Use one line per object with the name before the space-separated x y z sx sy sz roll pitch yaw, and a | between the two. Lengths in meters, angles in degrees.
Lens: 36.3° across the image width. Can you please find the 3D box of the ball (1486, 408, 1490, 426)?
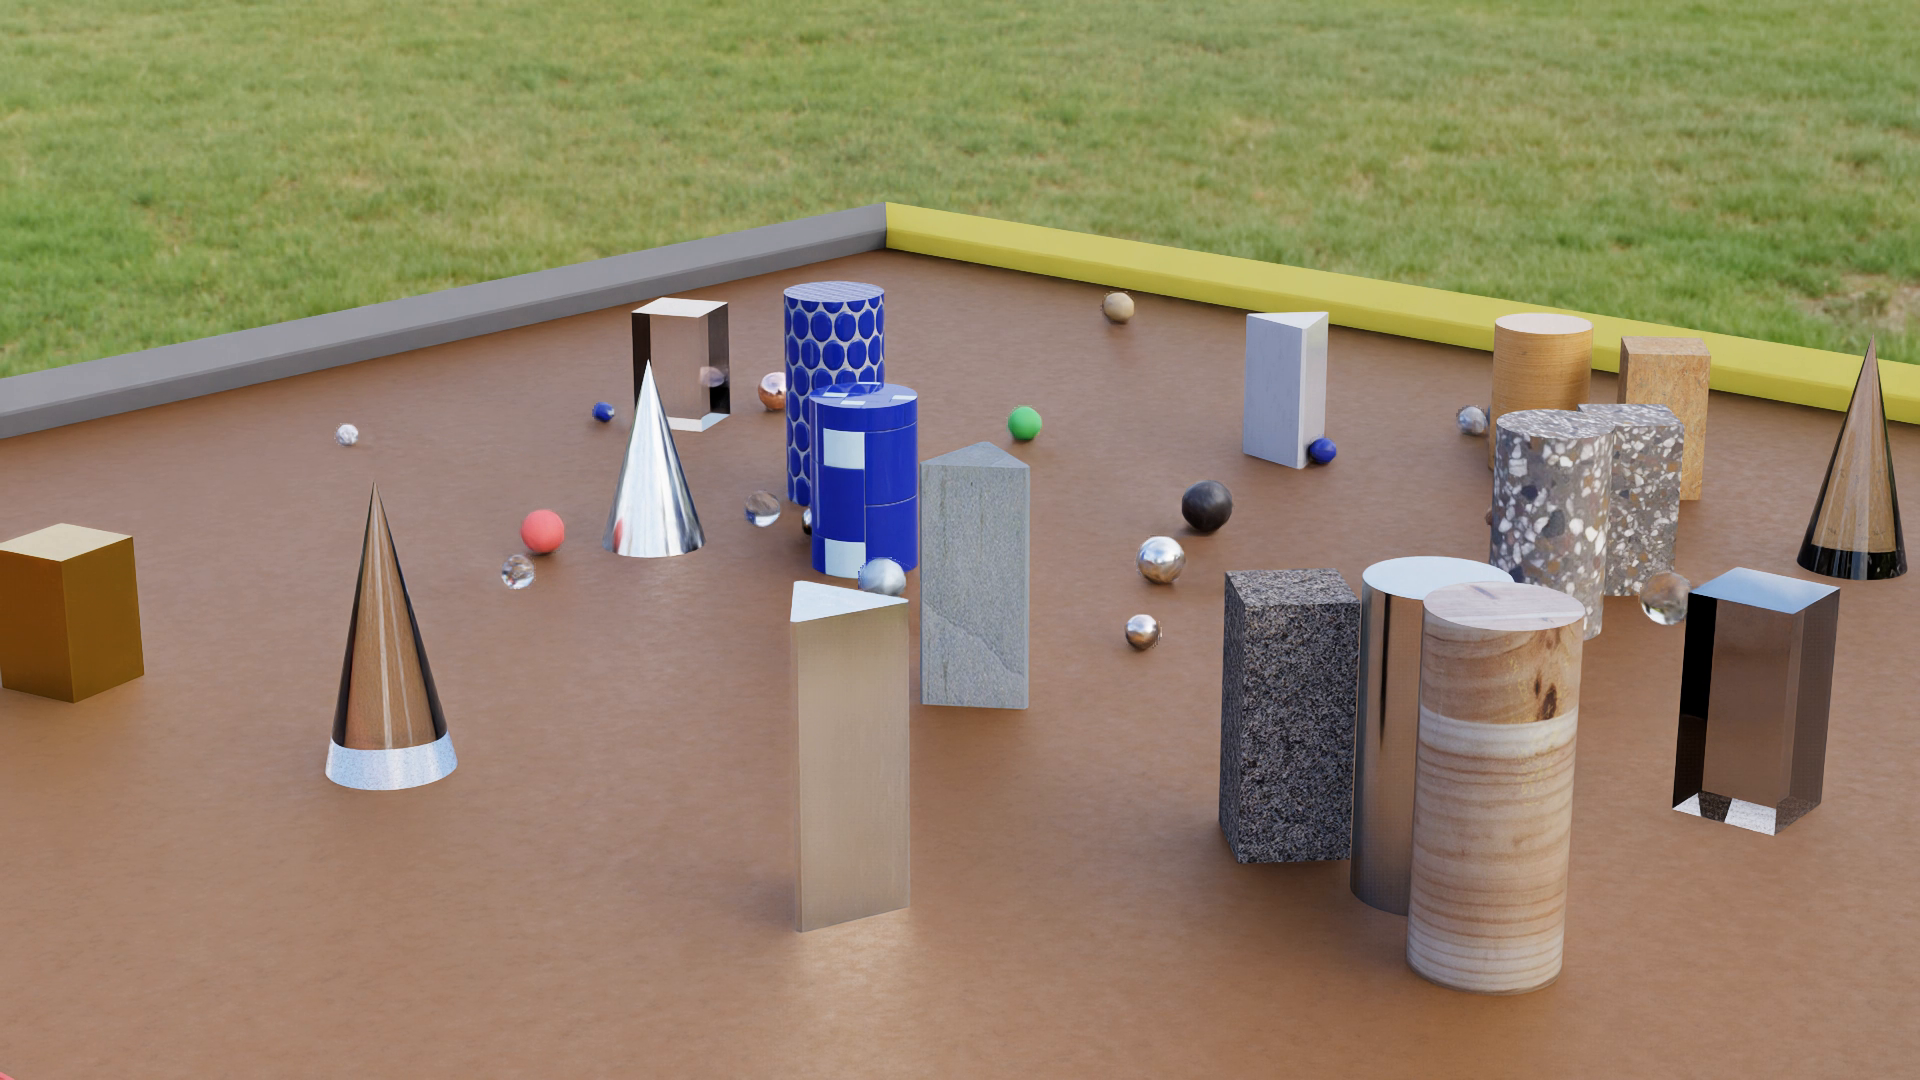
ball | 1.147 -0.259 6.171 0.077 0.077 0.077 0 17 0

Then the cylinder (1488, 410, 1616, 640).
cylinder | 0.988 -0.024 4.915 0.193 0.353 0.193 0 17 0

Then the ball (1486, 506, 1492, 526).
ball | 1.010 -0.044 5.514 0.045 0.045 0.045 0 17 0

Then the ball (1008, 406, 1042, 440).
ball | 0.135 -0.243 6.130 0.070 0.070 0.070 0 17 0

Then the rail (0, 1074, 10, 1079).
rail | -1.448 0.513 3.524 4.420 0.126 0.045 14 22 39

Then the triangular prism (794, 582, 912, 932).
triangular prism | -0.173 0.273 3.812 0.167 0.421 0.145 -10 19 -30

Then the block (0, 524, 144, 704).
block | -1.419 0.114 4.663 0.155 0.233 0.155 9 19 28

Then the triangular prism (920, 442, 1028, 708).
triangular prism | 0.031 0.052 4.598 0.167 0.390 0.145 2 17 7

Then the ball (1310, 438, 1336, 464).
ball | 0.737 -0.181 5.954 0.053 0.053 0.053 0 17 0

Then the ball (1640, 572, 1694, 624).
ball | 1.198 0.099 4.962 0.090 0.090 0.090 0 17 0

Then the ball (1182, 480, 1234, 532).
ball | 0.463 -0.065 5.494 0.097 0.097 0.097 0 17 0

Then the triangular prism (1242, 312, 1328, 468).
triangular prism | 0.692 -0.314 5.983 0.145 0.290 0.167 -13 21 -36

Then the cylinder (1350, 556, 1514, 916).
cylinder | 0.617 0.257 3.844 0.193 0.433 0.193 0 17 0

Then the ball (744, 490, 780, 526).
ball | -0.373 -0.060 5.525 0.068 0.068 0.068 0 17 0

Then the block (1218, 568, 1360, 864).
block | 0.448 0.239 4.015 0.155 0.368 0.155 -1 17 -5

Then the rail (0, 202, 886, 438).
rail | -1.651 -0.383 6.493 0.045 0.126 4.465 14 22 39

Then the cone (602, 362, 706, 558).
cone | -0.567 -0.163 5.384 0.193 0.347 0.193 0 17 0

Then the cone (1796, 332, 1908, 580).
cone | 1.613 -0.162 5.239 0.193 0.430 0.193 0 17 0

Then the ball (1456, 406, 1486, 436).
ball | 1.076 -0.250 6.168 0.061 0.061 0.061 0 17 0

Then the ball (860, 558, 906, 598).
ball | -0.134 0.071 5.072 0.080 0.080 0.080 0 17 0

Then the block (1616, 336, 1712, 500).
block | 1.372 -0.240 5.742 0.155 0.288 0.155 2 17 7

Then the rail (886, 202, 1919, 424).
rail | 1.448 -0.450 6.717 4.420 0.126 0.045 14 22 39

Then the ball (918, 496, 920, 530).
ball | -0.101 -0.051 5.471 0.082 0.082 0.082 0 17 0

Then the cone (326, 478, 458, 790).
cone | -0.841 0.121 4.273 0.193 0.445 0.193 0 17 0

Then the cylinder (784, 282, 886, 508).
cylinder | -0.241 -0.282 5.676 0.193 0.406 0.193 0 17 0

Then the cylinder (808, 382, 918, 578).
cylinder | -0.172 -0.108 5.263 0.193 0.313 0.193 0 17 0

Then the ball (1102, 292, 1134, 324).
ball | 0.389 -0.570 7.202 0.077 0.077 0.077 0 17 0

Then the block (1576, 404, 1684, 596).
block | 1.168 -0.072 5.154 0.155 0.306 0.155 0 17 1

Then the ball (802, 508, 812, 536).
ball | -0.265 -0.034 5.453 0.061 0.061 0.061 0 17 0

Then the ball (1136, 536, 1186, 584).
ball | 0.355 0.035 5.181 0.086 0.086 0.086 0 17 0

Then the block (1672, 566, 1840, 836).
block | 1.123 0.225 4.138 0.155 0.325 0.155 13 21 38

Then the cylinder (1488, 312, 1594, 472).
cylinder | 1.164 -0.289 5.885 0.193 0.299 0.193 0 17 0

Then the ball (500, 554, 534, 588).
ball | -0.778 0.056 5.158 0.059 0.059 0.059 0 17 0

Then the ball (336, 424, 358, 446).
ball | -1.272 -0.218 6.092 0.045 0.045 0.045 0 17 0

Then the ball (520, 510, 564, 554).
ball | -0.763 -0.016 5.359 0.080 0.080 0.080 0 17 0

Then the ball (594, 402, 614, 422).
ball | -0.762 -0.274 6.282 0.041 0.041 0.041 0 17 0

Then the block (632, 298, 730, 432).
block | -0.595 -0.376 6.263 0.155 0.247 0.155 6 18 18

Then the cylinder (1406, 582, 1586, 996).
cylinder | 0.659 0.305 3.618 0.193 0.472 0.193 0 17 0

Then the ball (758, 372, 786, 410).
ball | -0.395 -0.324 6.371 0.085 0.085 0.085 0 17 0

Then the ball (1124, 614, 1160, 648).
ball | 0.301 0.151 4.848 0.057 0.057 0.057 0 17 0
